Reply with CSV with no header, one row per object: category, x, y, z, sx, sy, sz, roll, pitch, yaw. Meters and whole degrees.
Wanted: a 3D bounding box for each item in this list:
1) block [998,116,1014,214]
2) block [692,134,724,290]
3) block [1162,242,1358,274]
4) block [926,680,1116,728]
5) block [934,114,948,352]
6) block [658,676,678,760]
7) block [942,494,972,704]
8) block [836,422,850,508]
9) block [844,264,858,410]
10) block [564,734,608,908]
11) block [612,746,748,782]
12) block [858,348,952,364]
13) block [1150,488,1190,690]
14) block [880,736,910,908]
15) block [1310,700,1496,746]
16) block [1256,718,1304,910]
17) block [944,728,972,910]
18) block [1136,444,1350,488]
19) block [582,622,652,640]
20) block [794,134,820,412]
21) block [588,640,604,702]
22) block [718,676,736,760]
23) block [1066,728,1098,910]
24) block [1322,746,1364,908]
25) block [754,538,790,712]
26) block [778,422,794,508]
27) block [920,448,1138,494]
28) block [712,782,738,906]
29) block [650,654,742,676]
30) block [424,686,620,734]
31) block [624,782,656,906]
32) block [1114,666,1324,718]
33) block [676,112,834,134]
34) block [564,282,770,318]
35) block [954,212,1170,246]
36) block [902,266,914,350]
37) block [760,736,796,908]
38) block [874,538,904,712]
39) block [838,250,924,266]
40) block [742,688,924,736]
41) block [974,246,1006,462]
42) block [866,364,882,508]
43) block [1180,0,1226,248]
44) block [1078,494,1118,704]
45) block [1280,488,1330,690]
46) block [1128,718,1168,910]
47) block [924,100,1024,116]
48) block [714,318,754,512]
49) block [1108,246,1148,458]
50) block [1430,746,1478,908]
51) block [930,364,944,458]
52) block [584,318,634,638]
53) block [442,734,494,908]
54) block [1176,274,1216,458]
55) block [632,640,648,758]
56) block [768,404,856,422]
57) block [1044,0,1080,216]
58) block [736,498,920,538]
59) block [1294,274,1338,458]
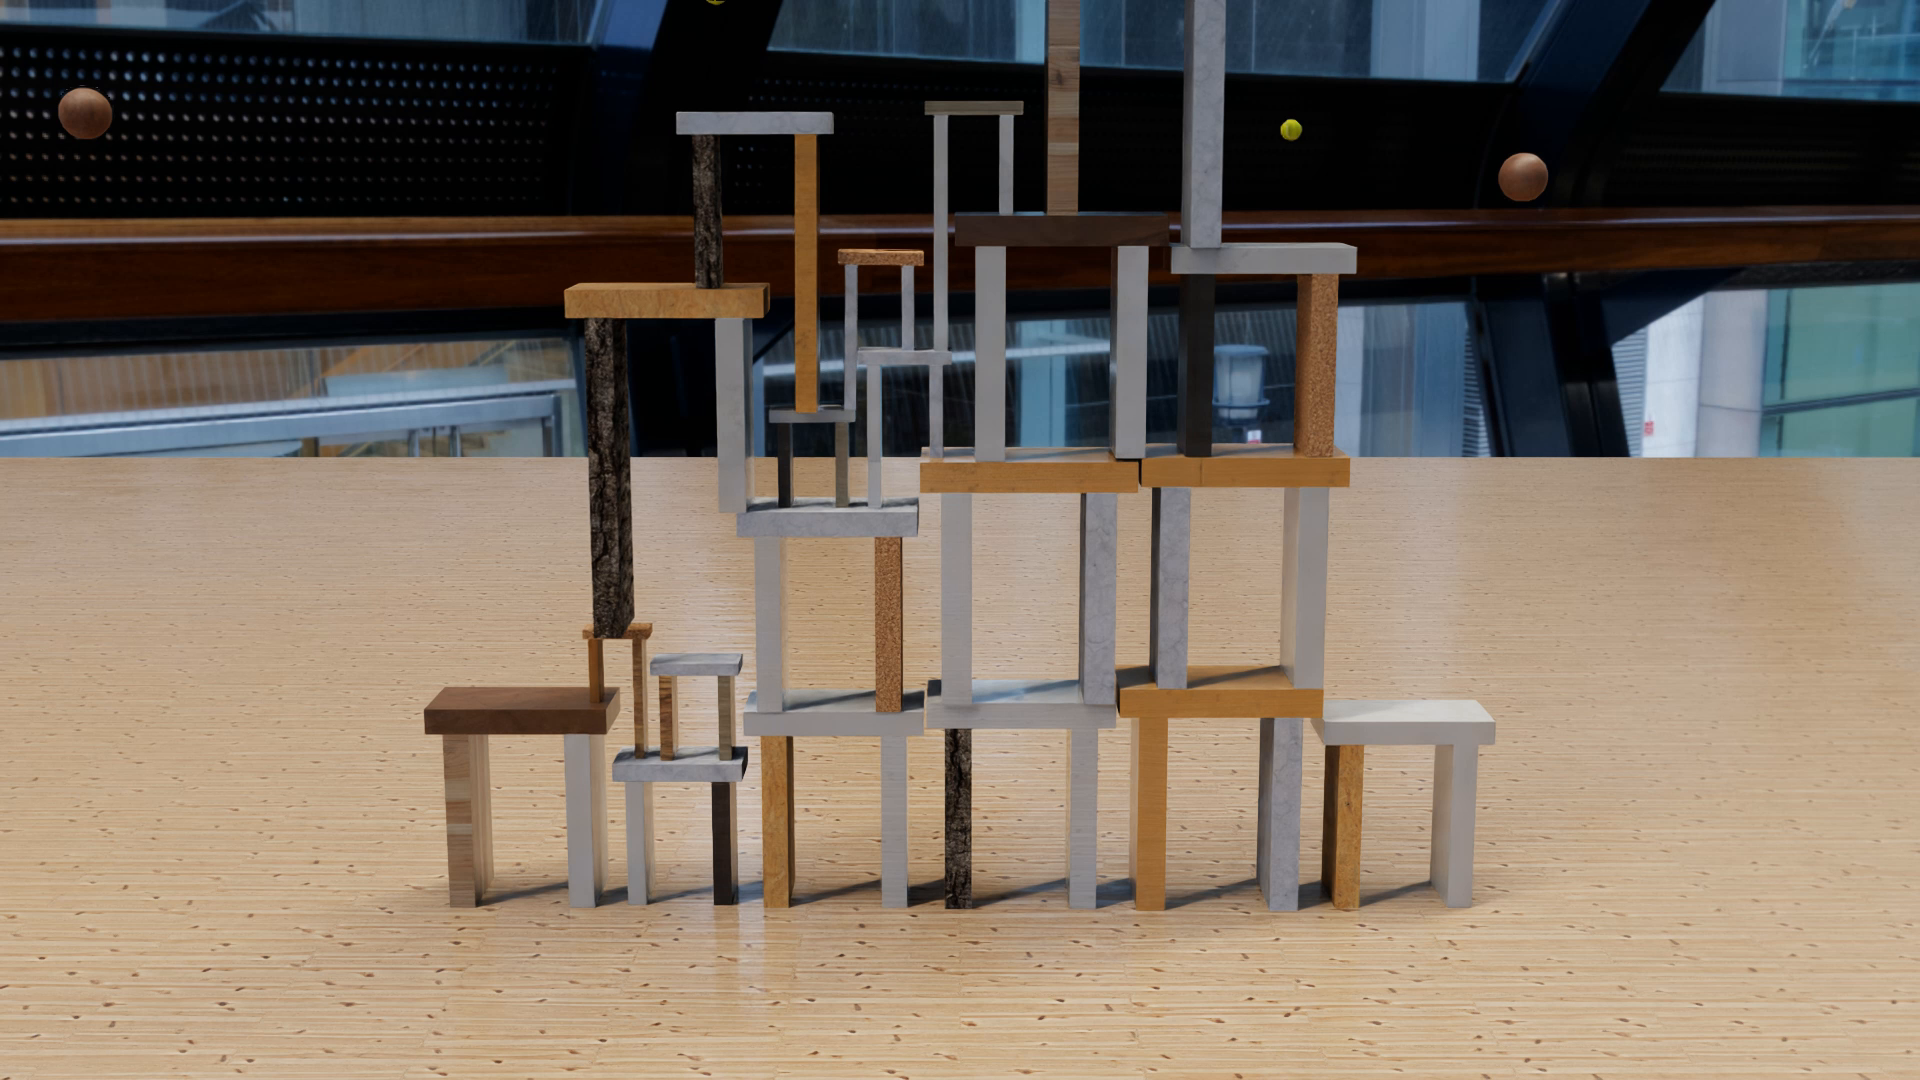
block,0.072,-0.589,3.452,0.022,0.152,0.076,0,11,0
block,-0.397,-0.518,3.458,0.034,0.237,0.118,-1,11,-2
block,0.471,-0.446,3.478,0.287,0.041,0.144,0,10,0
block,0.099,0.269,3.610,0.305,0.043,0.153,0,11,0
block,-0.030,-0.484,3.472,0.022,0.366,0.076,0,10,1
block,-0.478,0.284,3.610,0.020,0.143,0.072,0,11,0
block,-0.005,0.079,3.574,0.049,0.343,0.171,0,11,0
block,-0.189,-0.125,3.535,0.019,0.137,0.068,0,11,0
block,-0.174,-0.325,3.502,0.019,0.229,0.067,1,12,-3
block,-0.619,0.445,3.647,0.042,0.293,0.147,0,11,0
block,-0.460,0.369,3.624,0.211,0.030,0.105,0,11,0
block,-0.087,-0.293,3.502,0.148,0.021,0.074,0,10,0
block,0.340,0.063,3.572,0.046,0.328,0.164,0,11,0
block,-0.107,0.446,3.647,0.041,0.291,0.145,0,11,0
block,0.725,0.299,3.615,0.276,0.039,0.138,0,11,0
block,0.528,0.430,3.638,0.046,0.326,0.163,0,11,0
block,-0.003,0.440,3.642,0.043,0.305,0.153,0,11,0
block,0.449,-0.121,3.538,0.328,0.046,0.164,0,11,0
block,-0.559,0.148,3.588,0.106,0.015,0.053,0,11,-1
block,-0.241,-0.423,3.478,0.034,0.431,0.118,0,11,-1
block,-0.596,0.208,3.600,0.015,0.106,0.053,0,11,0
block,-0.383,0.284,3.610,0.020,0.143,0.072,0,11,0
block,0.201,0.440,3.642,0.043,0.305,0.153,0,11,0
block,0.633,0.454,3.643,0.039,0.276,0.138,0,11,0
block,-0.306,0.123,3.581,0.041,0.286,0.143,0,11,0
block,-0.280,-0.124,3.534,0.019,0.137,0.068,0,11,-1
block,0.109,-0.113,3.538,0.343,0.049,0.171,0,11,0
block,-0.390,0.487,3.646,0.030,0.211,0.105,0,11,0
block,-0.430,0.203,3.595,0.143,0.020,0.072,0,11,0
block,-0.717,0.280,3.617,0.293,0.042,0.147,0,11,0
block,-0.530,0.487,3.646,0.030,0.211,0.105,0,11,0
block,0.419,0.247,3.604,0.326,0.046,0.163,0,11,0
block,-0.318,-0.651,3.433,0.237,0.034,0.118,0,11,-1
block,-0.460,-0.380,3.482,0.307,0.043,0.153,0,11,-1
block,0.157,-0.491,3.467,0.330,0.047,0.165,0,11,0
block,-0.082,-0.371,3.495,0.019,0.134,0.067,0,10,0
block,-0.301,0.446,3.647,0.041,0.291,0.145,0,11,0
block,-0.115,0.123,3.582,0.041,0.286,0.143,0,11,0
block,-0.125,-0.447,3.478,0.134,0.019,0.067,1,11,-2
block,-0.204,0.283,3.617,0.291,0.041,0.145,0,11,0
block,0.047,-0.303,3.502,0.047,0.336,0.165,0,11,0
block,-0.136,-0.170,3.523,0.021,0.230,0.074,0,11,0
block,0.380,-0.654,3.438,0.047,0.382,0.166,0,10,0
block,0.223,0.079,3.573,0.049,0.343,0.171,0,11,0
block,0.558,0.063,3.572,0.046,0.328,0.164,0,11,0
block,0.311,0.430,3.638,0.046,0.326,0.163,0,11,0
block,0.022,-0.675,3.436,0.152,0.022,0.076,0,10,0
block,-0.359,-0.208,3.517,0.043,0.307,0.153,0,11,0
block,0.268,-0.306,3.502,0.047,0.330,0.165,0,11,0
block,0.817,0.454,3.643,0.039,0.276,0.138,0,11,0
block,-0.037,-0.210,3.516,0.021,0.148,0.074,0,10,0
block,-0.562,-0.108,3.532,0.043,0.509,0.153,0,11,0
block,-0.815,0.445,3.647,0.042,0.293,0.147,0,11,0
block,0.375,-0.285,3.508,0.041,0.287,0.144,0,10,0
block,-0.524,0.254,3.608,0.015,0.201,0.053,0,11,0
block,-0.236,-0.202,3.526,0.137,0.019,0.068,0,11,-2
block,0.158,-0.678,3.433,0.047,0.333,0.166,0,11,0
block,-0.211,-0.038,3.552,0.286,0.041,0.143,0,11,0
block,0.567,-0.285,3.507,0.041,0.287,0.144,0,11,0
